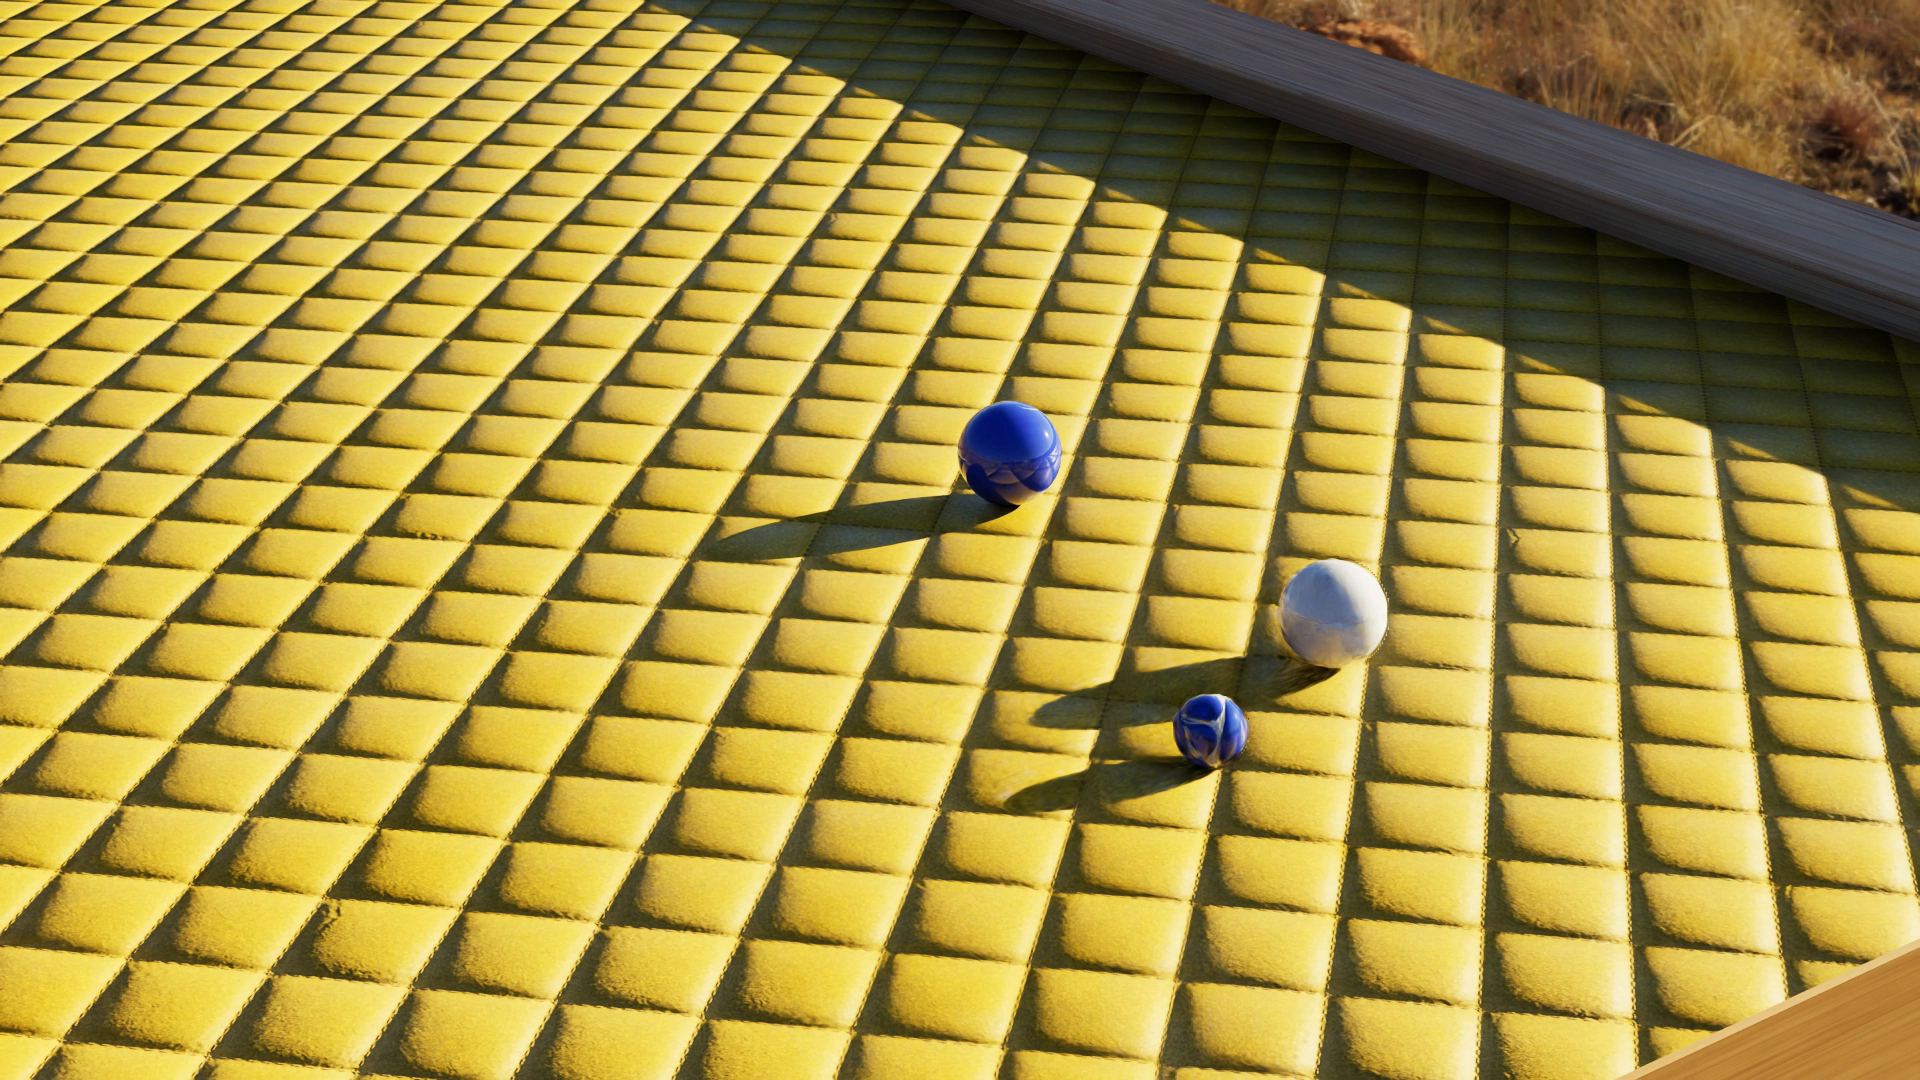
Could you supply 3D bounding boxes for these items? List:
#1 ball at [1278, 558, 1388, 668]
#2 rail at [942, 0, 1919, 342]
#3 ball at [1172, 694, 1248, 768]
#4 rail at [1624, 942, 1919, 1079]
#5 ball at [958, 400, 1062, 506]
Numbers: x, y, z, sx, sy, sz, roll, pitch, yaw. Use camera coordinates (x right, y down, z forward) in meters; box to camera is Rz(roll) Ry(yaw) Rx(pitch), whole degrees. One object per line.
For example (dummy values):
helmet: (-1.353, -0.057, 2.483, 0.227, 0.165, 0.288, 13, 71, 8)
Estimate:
ball: (0.267, 0.053, 2.106, 0.078, 0.078, 0.078, 0, 24, 0)
rail: (0.341, -0.542, 3.400, 0.045, 0.110, 3.457, -16, 28, -31)
ball: (0.168, 0.128, 1.972, 0.050, 0.050, 0.050, 0, 24, 0)
rail: (0.479, 0.262, 1.593, 2.073, 0.110, 0.045, -16, 28, -31)
ball: (0.040, -0.070, 2.373, 0.085, 0.085, 0.085, 0, 24, 0)
